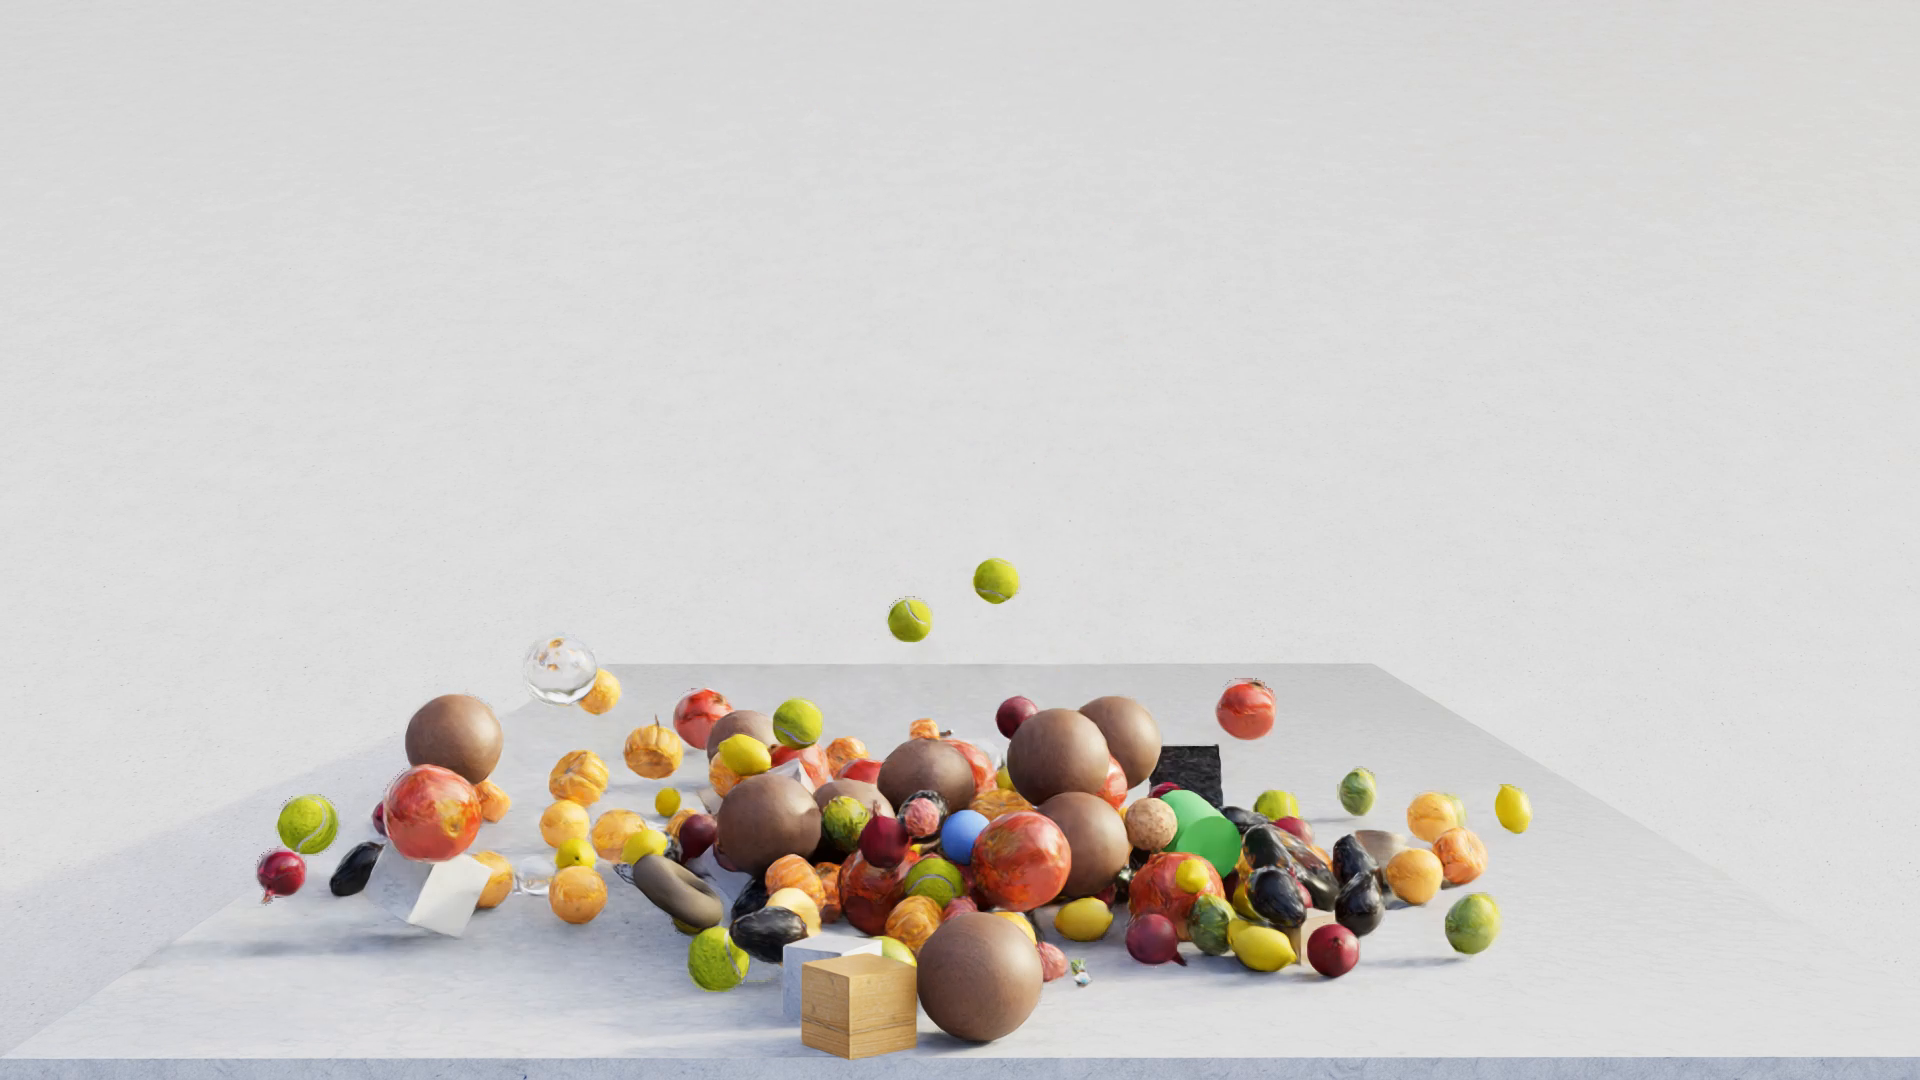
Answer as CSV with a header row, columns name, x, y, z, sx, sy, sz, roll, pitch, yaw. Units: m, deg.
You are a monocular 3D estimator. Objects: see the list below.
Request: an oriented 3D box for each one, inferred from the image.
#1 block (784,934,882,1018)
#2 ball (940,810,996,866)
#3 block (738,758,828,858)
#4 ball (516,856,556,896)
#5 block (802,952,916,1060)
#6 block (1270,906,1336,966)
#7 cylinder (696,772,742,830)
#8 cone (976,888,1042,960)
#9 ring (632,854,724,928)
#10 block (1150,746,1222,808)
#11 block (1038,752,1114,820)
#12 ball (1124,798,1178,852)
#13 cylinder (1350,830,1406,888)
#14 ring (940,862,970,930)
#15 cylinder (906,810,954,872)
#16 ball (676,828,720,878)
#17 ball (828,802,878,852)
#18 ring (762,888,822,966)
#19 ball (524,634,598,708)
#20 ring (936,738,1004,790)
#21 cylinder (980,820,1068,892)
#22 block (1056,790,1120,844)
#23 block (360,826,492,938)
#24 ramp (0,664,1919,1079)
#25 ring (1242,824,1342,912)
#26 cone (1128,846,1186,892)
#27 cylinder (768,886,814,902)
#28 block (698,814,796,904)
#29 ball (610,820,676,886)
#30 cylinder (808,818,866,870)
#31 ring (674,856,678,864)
name,x,y,z,sx,sy,sz,roll,pitch,yaw
block,-0.134,0.463,2.718,0.075,0.075,0.075,2,3,31
ball,0.009,0.350,3.023,0.065,0.065,0.065,0,22,0
block,-0.240,0.374,3.525,0.091,0.091,0.091,-26,24,3
ball,-0.557,0.441,3.380,0.053,0.053,0.053,0,22,0
block,-0.101,0.466,2.578,0.082,0.082,0.082,-2,4,-38
block,0.398,0.460,2.990,0.054,0.054,0.054,-2,3,-37
cylinder,-0.357,0.395,3.905,0.065,0.065,0.065,-29,28,-8
cone,0.056,0.433,2.991,0.076,0.076,0.076,-1,44,-2
ring,-0.330,0.412,3.012,0.121,0.040,0.121,35,0,0
block,0.346,0.376,3.945,0.097,0.097,0.097,0,-22,-3
block,0.183,0.388,4.050,0.094,0.094,0.094,1,3,22
ball,0.237,0.354,3.199,0.067,0.067,0.067,0,22,0
cylinder,0.556,0.424,3.417,0.069,0.069,0.069,7,-11,1
ring,-0.006,0.437,3.155,0.029,0.086,0.086,10,22,-4
cylinder,-0.035,0.388,3.317,0.059,0.059,0.059,-10,50,12
ball,-0.354,0.428,3.519,0.067,0.067,0.067,0,22,0
ball,-0.158,0.413,3.671,0.081,0.081,0.081,0,22,0
ring,-0.187,0.432,2.862,0.031,0.092,0.092,-11,14,32
ball,-0.550,0.180,3.542,0.099,0.099,0.099,0,22,0
ring,0.016,0.350,4.040,0.108,0.036,0.108,-2,34,1
cylinder,0.084,0.421,3.411,0.090,0.090,0.090,-8,17,25
block,0.183,0.399,3.699,0.062,0.062,0.062,18,-21,-37
block,-0.643,0.413,3.101,0.092,0.092,0.092,20,-8,38
ramp,0.051,0.462,4.533,2.000,0.100,4.000,0,3,0
ring,0.416,0.414,3.230,0.147,0.049,0.147,37,13,-10
cone,0.267,0.434,3.333,0.083,0.083,0.083,-3,17,-7
cylinder,-0.204,0.447,3.060,0.054,0.054,0.054,4,63,10
block,-0.275,0.414,3.335,0.077,0.077,0.077,50,13,12
ball,-0.427,0.421,3.458,0.088,0.088,0.088,0,22,0
cylinder,-0.162,0.405,3.417,0.060,0.060,0.060,9,-14,22
ring,-0.430,0.445,3.602,0.075,0.025,0.075,1,1,0
